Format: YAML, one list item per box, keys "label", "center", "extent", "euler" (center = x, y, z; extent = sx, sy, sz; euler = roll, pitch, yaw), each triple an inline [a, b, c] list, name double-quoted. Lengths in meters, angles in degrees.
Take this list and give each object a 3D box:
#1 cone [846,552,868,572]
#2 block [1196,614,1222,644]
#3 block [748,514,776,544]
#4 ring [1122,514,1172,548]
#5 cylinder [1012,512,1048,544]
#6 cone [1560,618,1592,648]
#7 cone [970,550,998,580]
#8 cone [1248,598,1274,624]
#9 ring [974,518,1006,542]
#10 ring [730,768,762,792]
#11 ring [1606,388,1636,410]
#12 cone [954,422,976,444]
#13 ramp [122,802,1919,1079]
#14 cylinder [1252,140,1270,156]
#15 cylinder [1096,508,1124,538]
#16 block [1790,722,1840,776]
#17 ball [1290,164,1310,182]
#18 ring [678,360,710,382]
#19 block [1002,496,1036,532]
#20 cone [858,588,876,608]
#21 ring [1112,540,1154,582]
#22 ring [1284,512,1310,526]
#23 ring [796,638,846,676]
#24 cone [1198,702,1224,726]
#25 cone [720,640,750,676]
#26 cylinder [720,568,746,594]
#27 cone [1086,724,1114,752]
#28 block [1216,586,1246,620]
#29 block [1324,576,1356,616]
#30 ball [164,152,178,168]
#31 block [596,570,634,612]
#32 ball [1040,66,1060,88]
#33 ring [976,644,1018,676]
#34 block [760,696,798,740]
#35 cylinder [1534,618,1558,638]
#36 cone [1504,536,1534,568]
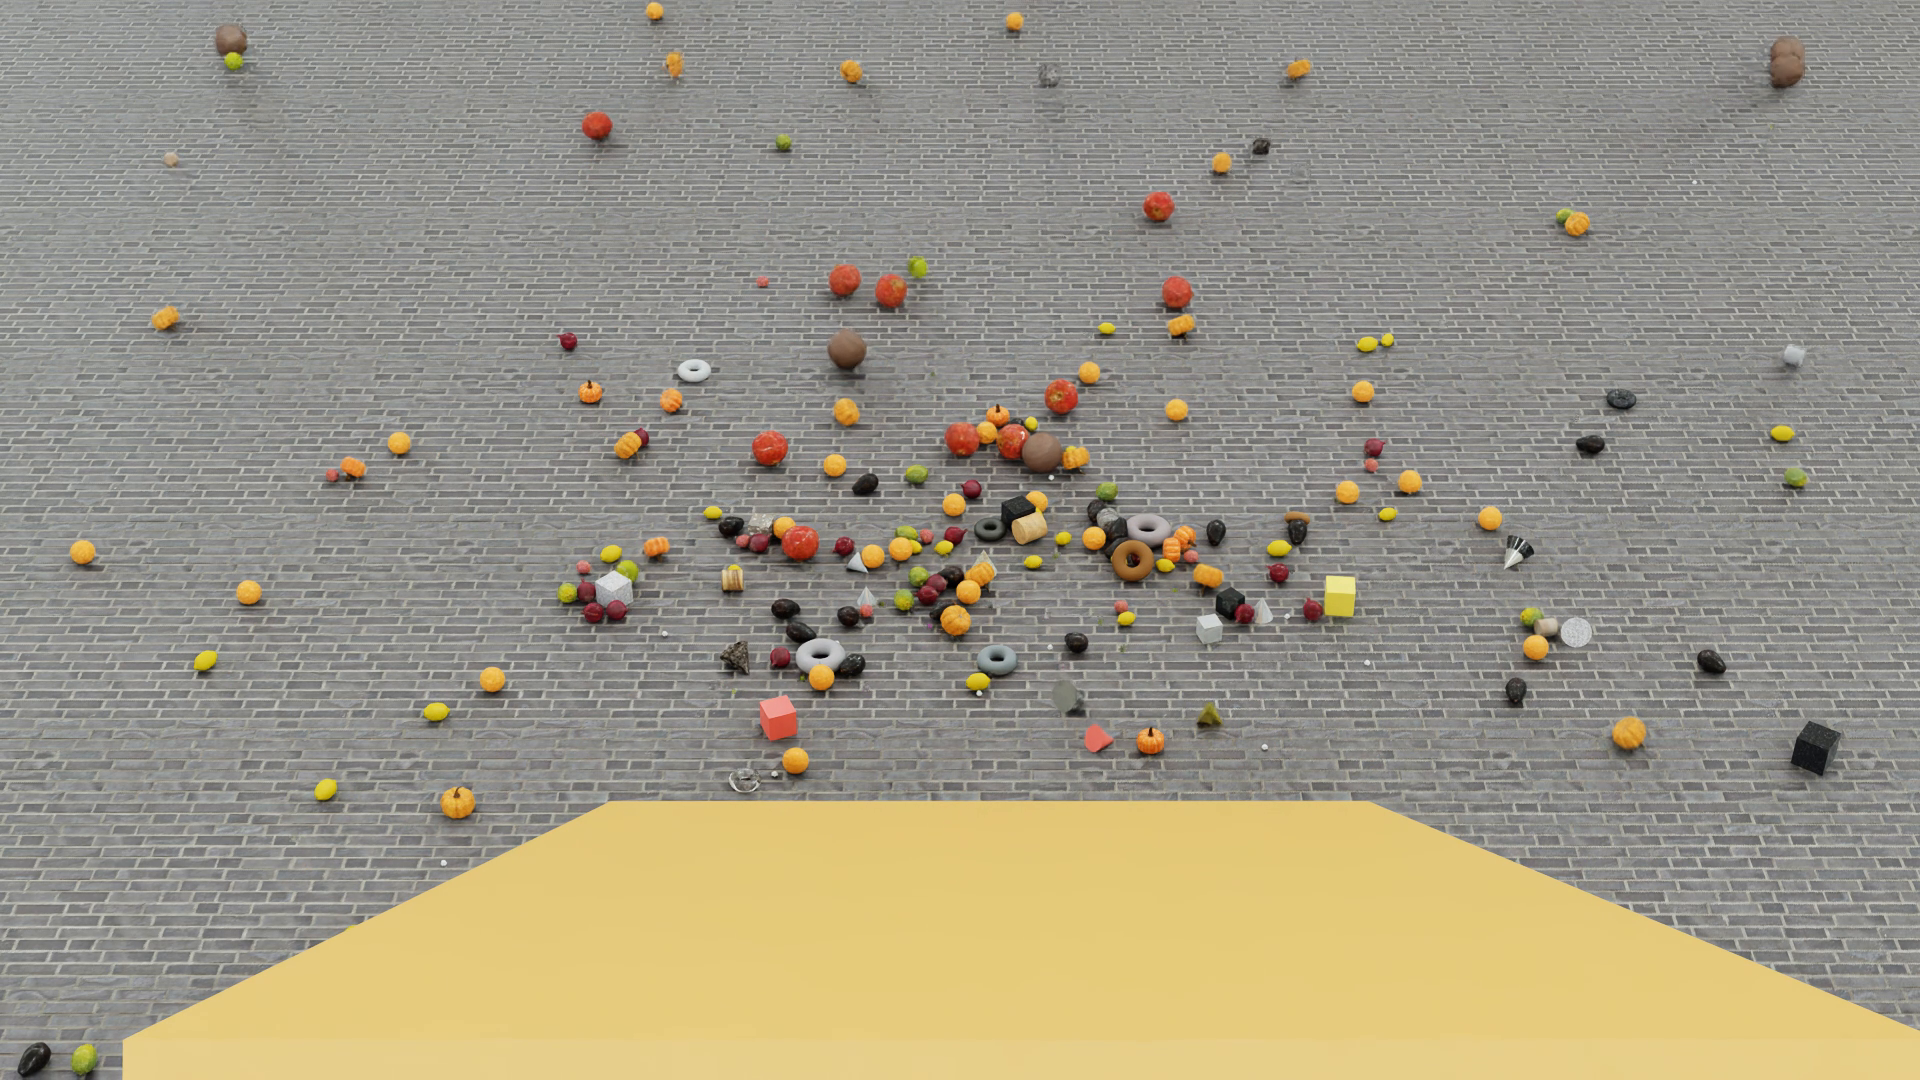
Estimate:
- label: "cone"
  center: [-0.300, 0.080, 7.824]
  extent: [0.062, 0.062, 0.062]
  euler: [38, 44, 5]
- label: "block"
  center: [0.724, 0.258, 7.549]
  extent: [0.057, 0.057, 0.057]
  euler: [-11, 37, -15]
- label: "block"
  center: [-0.607, -0.034, 7.951]
  extent: [0.065, 0.065, 0.065]
  euler: [7, 36, 10]
- label: "ring"
  center: [0.573, -0.028, 7.957]
  extent: [0.150, 0.050, 0.150]
  euler: [0, 34, 0]
- label: "cylinder"
  center: [0.212, -0.036, 7.943]
  extent: [0.079, 0.079, 0.079]
  euler: [-21, 40, -26]
- label: "cone"
  center: [1.790, 0.261, 7.561]
  extent: [0.088, 0.088, 0.088]
  euler: [6, 9, 8]
- label: "cone"
  center: [0.071, 0.062, 7.803]
  extent: [0.082, 0.082, 0.082]
  euler: [0, 36, 0]
- label: "cone"
  center: [0.885, 0.195, 7.625]
  extent: [0.072, 0.072, 0.072]
  euler: [0, 36, 0]
- label: "ring"
  center: [0.093, -0.033, 7.978]
  extent: [0.102, 0.034, 0.102]
  euler: [-1, 37, 0]
- label: "ring"
  center: [-0.581, 0.648, 7.028]
  extent: [0.088, 0.029, 0.088]
  euler: [1, 35, -1]
- label: "ring"
  center: [2.185, -0.466, 8.586]
  extent: [0.098, 0.033, 0.098]
  euler: [-1, 36, 1]
- label: "cone"
  center: [0.004, -0.332, 8.397]
  extent: [0.072, 0.072, 0.072]
  euler: [-40, 46, -7]
- label: "ramp"
  center: [0.078, 0.670, 4.858]
  extent: [2.000, 0.100, 4.000]
  euler: [0, -2, 0]
- label: "cylinder"
  center: [1.162, -1.517, 10.038]
  extent: [0.054, 0.054, 0.054]
  euler: [13, 38, 17]
- label: "cylinder"
  center: [0.460, -0.051, 7.973]
  extent: [0.069, 0.069, 0.069]
  euler: [-6, 36, -9]
- label: "block"
  center: [2.334, 0.568, 7.087]
  extent: [0.090, 0.090, 0.090]
  euler: [23, 42, 29]
- label: "ball"
  center: [1.289, -1.389, 9.845]
  extent: [0.072, 0.072, 0.072]
  euler: [0, 36, 0]
- label: "ring"
  center: [-0.892, -0.568, 8.725]
  extent: [0.111, 0.037, 0.111]
  euler: [1, 37, 0]
- label: "block"
  center: [0.180, -0.077, 8.002]
  extent: [0.077, 0.077, 0.077]
  euler: [-20, 40, -26]
- label: "cone"
  center: [-0.277, 0.160, 7.688]
  extent: [0.057, 0.057, 0.057]
  euler: [0, 36, 0]
- label: "ring"
  center: [0.518, 0.063, 7.792]
  extent: [0.128, 0.043, 0.128]
  euler: [-2, 76, 8]
- label: "ring"
  center: [1.037, -0.065, 7.994]
  extent: [0.080, 0.080, 0.027]
  euler: [7, 70, 10]
- label: "ring"
  center: [-0.399, 0.335, 7.450]
  extent: [0.146, 0.049, 0.146]
  euler: [-1, 35, 1]
- label: "cone"
  center: [0.707, 0.498, 7.237]
  extent: [0.066, 0.066, 0.066]
  euler: [35, 41, 1]
- label: "cone"
  center: [-0.624, 0.352, 7.431]
  extent: [0.092, 0.092, 0.092]
  euler: [-23, 68, -28]
- label: "cylinder"
  center: [-0.677, 0.120, 7.739]
  extent: [0.063, 0.063, 0.063]
  euler: [-15, 36, 1]
- label: "cone"
  center: [0.398, 0.548, 7.163]
  extent: [0.075, 0.075, 0.075]
  euler: [7, 25, -39]
- label: "block"
  center: [0.796, 0.187, 7.647]
  extent: [0.060, 0.060, 0.060]
  euler: [-25, 43, -31]
- label: "block"
  center: [1.119, 0.165, 7.658]
  extent: [0.083, 0.083, 0.083]
  euler: [3, 36, 5]
- label: "ball"
  center: [-3.022, -1.456, 9.951]
  extent: [0.056, 0.056, 0.056]
  euler: [0, 36, 0]
- label: "block"
  center: [-1.022, 0.152, 7.682]
  extent: [0.076, 0.076, 0.076]
  euler: [27, 44, 33]
- label: "ball"
  center: [0.364, -1.877, 10.513]
  extent: [0.088, 0.088, 0.088]
  euler: [0, 36, 0]
- label: "ring"
  center: [0.106, 0.344, 7.445]
  extent: [0.118, 0.039, 0.118]
  euler: [0, 37, 0]
- label: "block"
  center: [-0.503, 0.493, 7.201]
  extent: [0.080, 0.080, 0.080]
  euler: [-14, 38, -18]
- label: "cylinder"
  center: [1.705, 0.255, 7.558]
  extent: [0.052, 0.052, 0.052]
  euler: [-7, 36, -10]
- label: "cone"
  center: [1.669, 0.053, 7.850]
  extent: [0.095, 0.095, 0.095]
  euler: [27, 70, 33]
